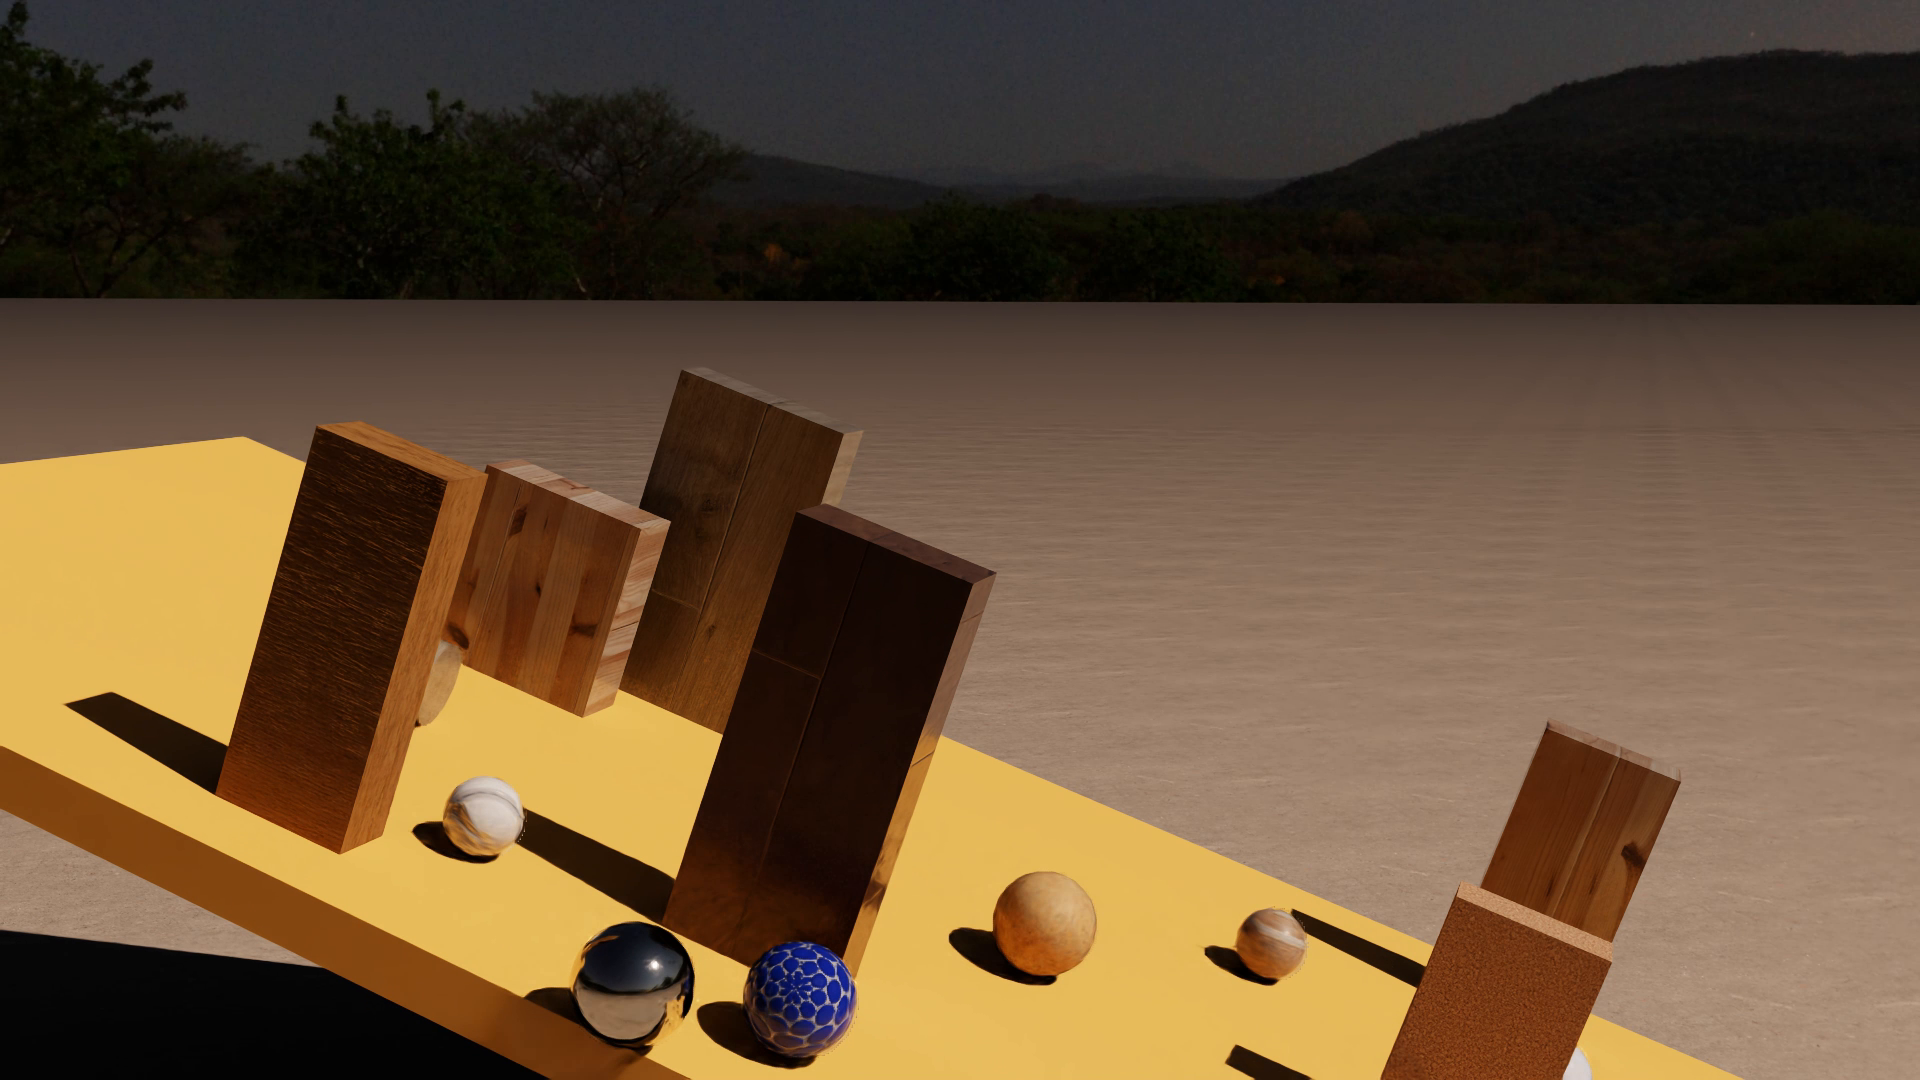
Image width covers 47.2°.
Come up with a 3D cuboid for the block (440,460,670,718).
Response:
[{"bbox_3d":[-0.845,0.096,4.541,0.363,0.416,0.141,22,12,14],"label":"block"}]

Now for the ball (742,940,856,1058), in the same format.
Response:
[{"bbox_3d":[-0.245,0.701,3.359,0.175,0.175,0.175,0,7,0],"label":"ball"}]

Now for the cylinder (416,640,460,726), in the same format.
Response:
[{"bbox_3d":[-1.058,0.246,4.165,0.162,0.162,0.162,21,10,8],"label":"cylinder"}]

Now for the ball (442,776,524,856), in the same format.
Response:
[{"bbox_3d":[-0.797,0.462,3.677,0.134,0.134,0.134,0,7,0],"label":"ball"}]

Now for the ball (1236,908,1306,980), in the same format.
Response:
[{"bbox_3d":[0.613,0.796,4.338,0.138,0.138,0.138,0,7,0],"label":"ball"}]

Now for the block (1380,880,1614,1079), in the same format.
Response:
[{"bbox_3d":[0.895,0.853,3.751,0.269,0.460,0.106,22,12,14],"label":"block"}]

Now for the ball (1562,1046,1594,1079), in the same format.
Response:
[{"bbox_3d":[1.082,1.000,4.069,0.174,0.174,0.174,0,7,0],"label":"ball"}]

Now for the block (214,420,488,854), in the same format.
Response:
[{"bbox_3d":[-0.980,0.155,3.536,0.243,0.642,0.126,22,12,14],"label":"block"}]

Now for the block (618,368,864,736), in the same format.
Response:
[{"bbox_3d":[-0.503,0.030,4.675,0.381,0.700,0.121,22,12,14],"label":"block"}]

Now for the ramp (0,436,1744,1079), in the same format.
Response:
[{"bbox_3d":[-0.339,0.624,4.214,4.000,0.100,2.000,22,12,14],"label":"ramp"}]

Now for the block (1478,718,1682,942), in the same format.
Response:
[{"bbox_3d":[1.225,0.708,4.516,0.278,0.616,0.113,22,12,14],"label":"block"}]

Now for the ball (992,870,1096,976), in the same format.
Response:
[{"bbox_3d":[0.153,0.693,3.972,0.189,0.189,0.189,0,7,0],"label":"ball"}]

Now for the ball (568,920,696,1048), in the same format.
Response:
[{"bbox_3d":[-0.479,0.650,3.215,0.183,0.183,0.183,0,7,0],"label":"ball"}]

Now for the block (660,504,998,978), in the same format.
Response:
[{"bbox_3d":[-0.219,0.347,3.606,0.312,0.743,0.135,22,12,14],"label":"block"}]
